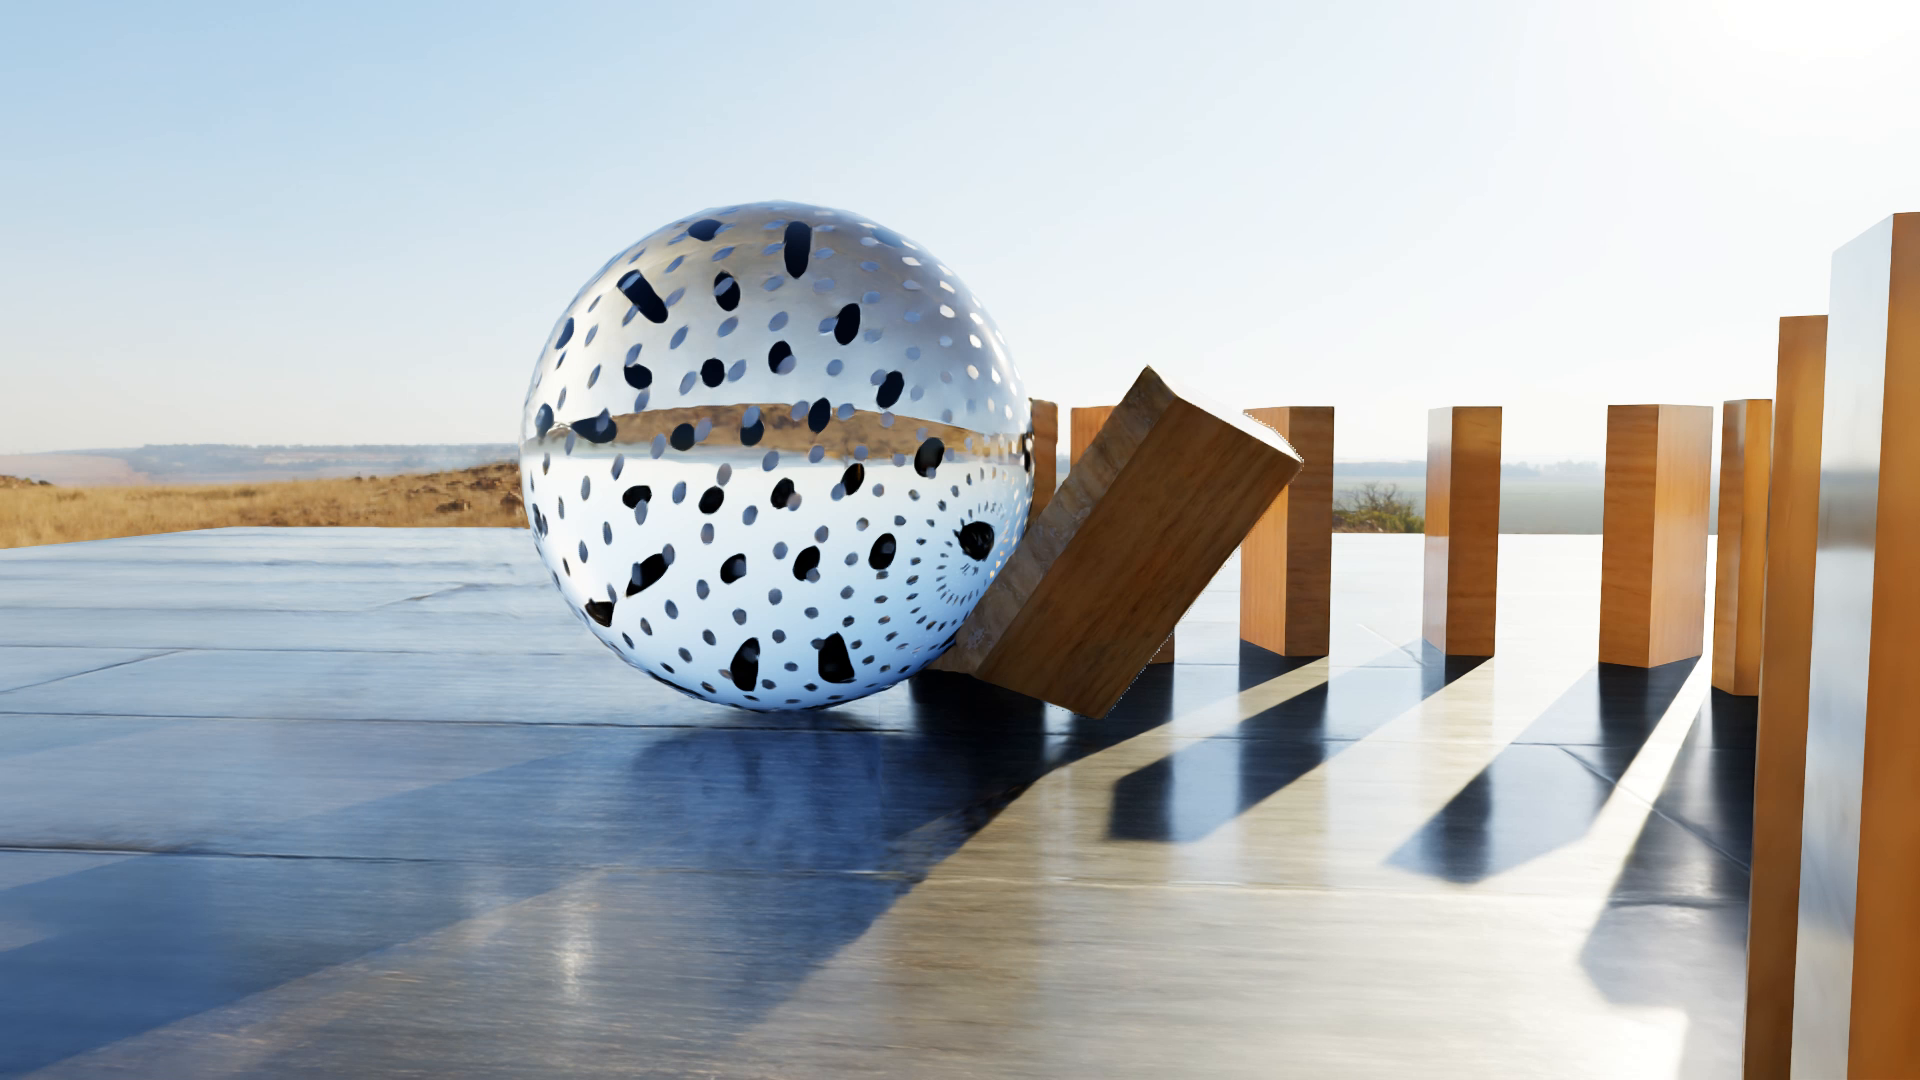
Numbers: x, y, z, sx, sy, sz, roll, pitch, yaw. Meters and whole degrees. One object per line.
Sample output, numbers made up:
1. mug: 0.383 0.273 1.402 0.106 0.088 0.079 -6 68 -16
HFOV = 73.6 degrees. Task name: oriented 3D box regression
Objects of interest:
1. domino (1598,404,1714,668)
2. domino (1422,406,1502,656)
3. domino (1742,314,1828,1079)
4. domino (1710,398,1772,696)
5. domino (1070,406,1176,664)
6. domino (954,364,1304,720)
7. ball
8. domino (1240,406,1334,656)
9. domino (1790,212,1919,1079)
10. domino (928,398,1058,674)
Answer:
1. domino: 0.138 -0.001 0.253 0.025 0.050 0.009 -3 6 -39
2. domino: 0.105 -0.003 0.269 0.010 0.050 0.025 1 4 9
3. domino: 0.062 0.012 0.075 0.025 0.050 0.010 3 5 31
4. domino: 0.144 0.001 0.218 0.025 0.050 0.009 1 4 10
5. domino: 0.032 -0.002 0.258 0.009 0.050 0.025 -2 5 -24
6. domino: 0.024 0.002 0.186 0.025 0.050 0.010 22 24 -30
7. ball: -0.028 -0.013 0.204 0.080 0.080 0.080 0 4 0
8. domino: 0.068 -0.003 0.268 0.009 0.050 0.025 -1 4 -9
9. domino: 0.044 0.014 0.043 0.025 0.050 0.009 2 5 24
10. domino: 0.004 -0.001 0.238 0.025 0.050 0.009 3 1 35
